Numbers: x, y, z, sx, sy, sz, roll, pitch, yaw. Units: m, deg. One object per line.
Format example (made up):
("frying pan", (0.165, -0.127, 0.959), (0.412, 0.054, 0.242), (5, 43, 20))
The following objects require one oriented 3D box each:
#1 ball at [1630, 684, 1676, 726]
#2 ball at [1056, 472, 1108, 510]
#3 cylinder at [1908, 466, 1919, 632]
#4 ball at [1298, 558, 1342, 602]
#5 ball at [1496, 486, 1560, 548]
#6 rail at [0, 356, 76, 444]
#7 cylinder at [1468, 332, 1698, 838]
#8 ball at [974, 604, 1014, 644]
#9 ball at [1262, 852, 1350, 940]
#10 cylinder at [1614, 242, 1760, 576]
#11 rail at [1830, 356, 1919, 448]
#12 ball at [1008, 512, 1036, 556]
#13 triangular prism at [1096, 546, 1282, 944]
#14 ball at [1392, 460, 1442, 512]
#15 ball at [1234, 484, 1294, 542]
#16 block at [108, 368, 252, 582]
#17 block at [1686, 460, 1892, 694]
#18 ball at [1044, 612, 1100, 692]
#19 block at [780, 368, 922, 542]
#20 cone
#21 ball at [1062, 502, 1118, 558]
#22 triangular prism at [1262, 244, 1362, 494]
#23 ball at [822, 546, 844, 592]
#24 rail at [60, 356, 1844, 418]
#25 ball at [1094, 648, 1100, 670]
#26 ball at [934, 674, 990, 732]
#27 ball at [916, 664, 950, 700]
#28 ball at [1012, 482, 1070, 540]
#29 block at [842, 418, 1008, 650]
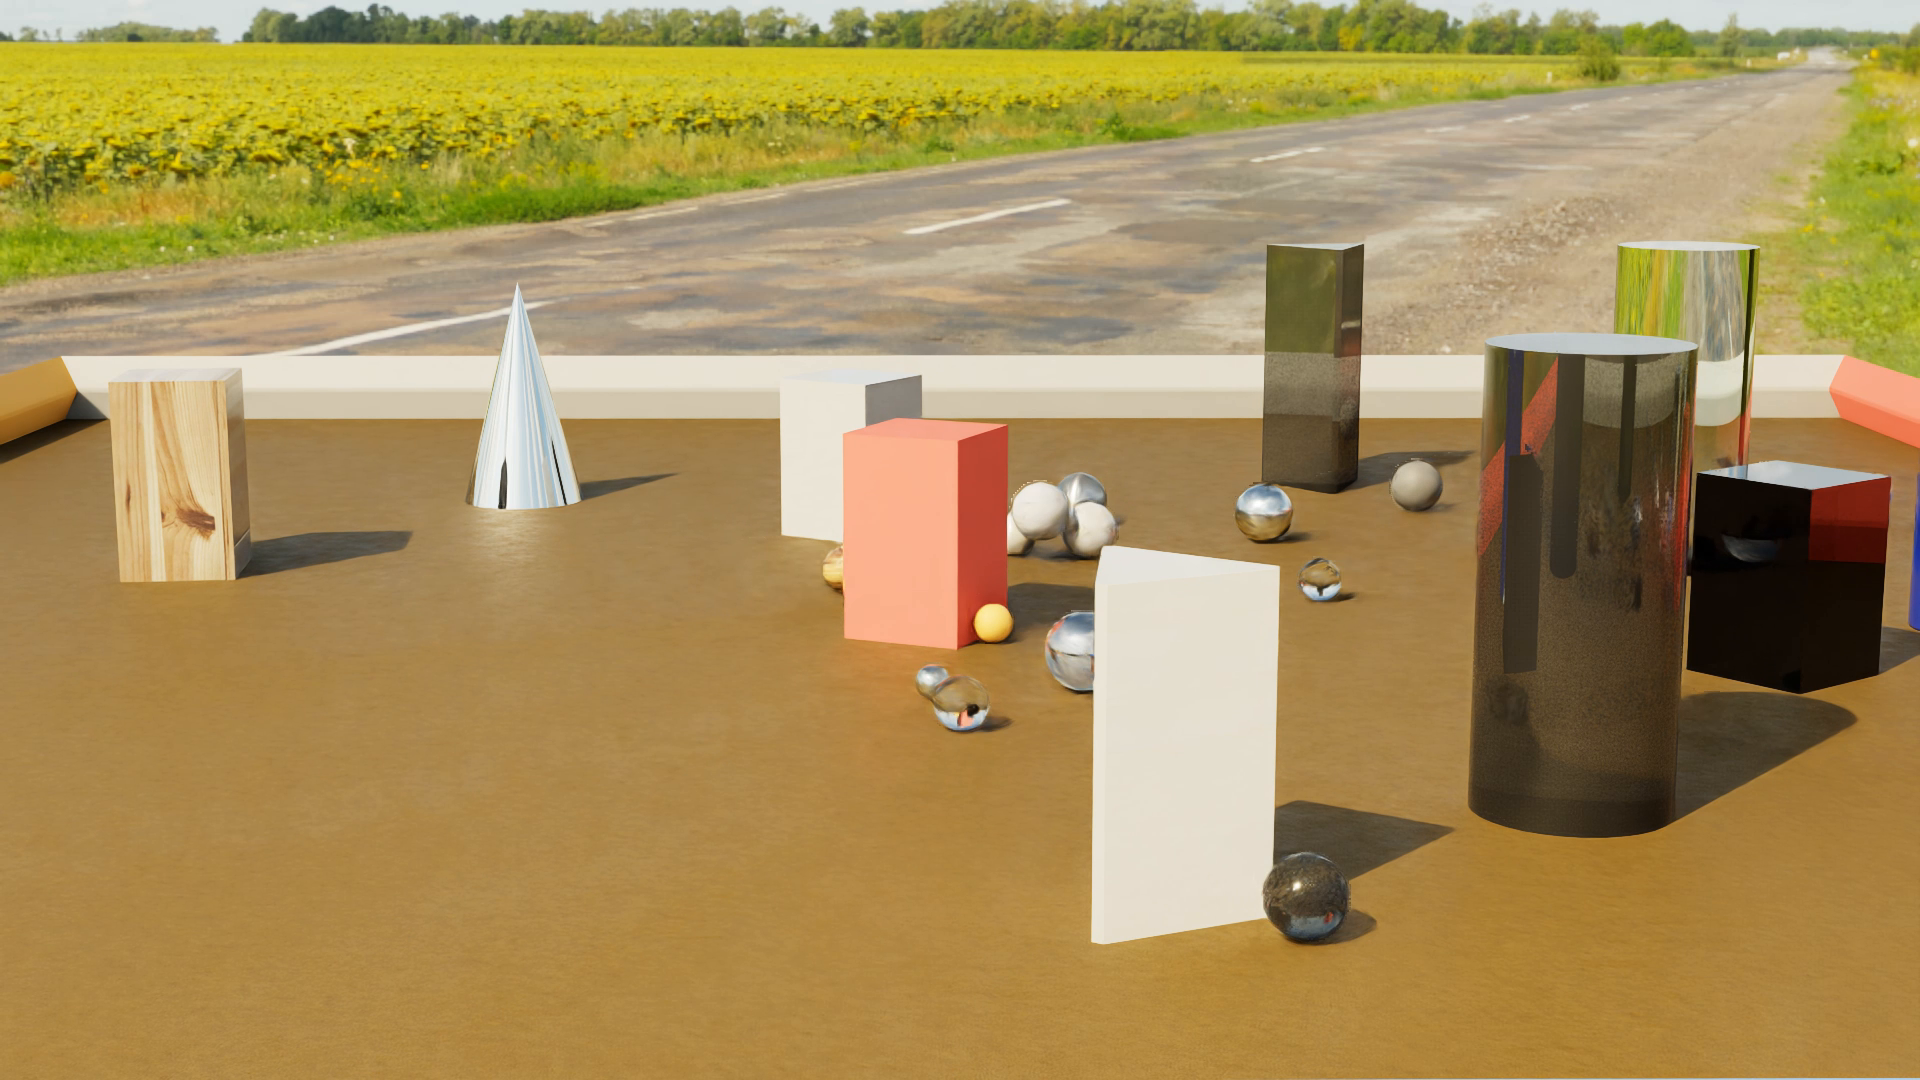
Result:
("ball", (0.773, 0.184, 2.863), (0.048, 0.048, 0.048), (0, 10, 0))
("ball", (0.192, -0.064, 4.102), (0.087, 0.087, 0.087), (0, 10, 0))
("cylinder", (1.349, -0.121, 3.320), (0.200, 0.482, 0.200), (0, 10, 0))
("ball", (0.496, 0.055, 3.535), (0.059, 0.059, 0.059), (0, 10, 0))
("ball", (0.867, -0.034, 3.914), (0.095, 0.095, 0.095), (0, 10, 0))
("rail", (-1.838, 0.035, 3.438), (0.045, 0.130, 3.891), (0, 10, 0))
("cylinder", (0.606, 0.039, 2.508), (0.200, 0.463, 0.200), (0, 10, 0))
("ball", (0.042, 0.107, 3.276), (0.051, 0.051, 0.051), (0, 10, 0))
("ball", (0.291, 0.301, 2.164), (0.074, 0.074, 0.074), (0, 10, 0))
("cylinder", (1.057, -0.196, 3.765), (0.200, 0.469, 0.200), (0, 10, 0))
("rail", (1.838, 0.032, 3.459), (0.045, 0.130, 3.891), (0, 10, 0))
("ball", (0.083, -0.009, 3.861), (0.066, 0.066, 0.066), (0, 10, 0))
("triangular prism", (0.162, 0.169, 2.232), (0.173, 0.308, 0.150), (-5, 12, -25))
("ball", (0.755, -0.089, 4.242), (0.084, 0.084, 0.084), (0, 10, 0))
("ball", (0.470, -0.042, 3.969), (0.091, 0.091, 0.091), (0, 10, 0))
("block", (-1.130, -0.097, 3.728), (0.160, 0.287, 0.160), (-1, 11, -7))
("block", (1.000, 0.041, 3.099), (0.160, 0.244, 0.160), (-8, 13, -37))
("ball", (0.146, 0.131, 3.023), (0.094, 0.094, 0.094), (0, 10, 0))
("block", (-0.170, -0.134, 4.039), (0.160, 0.247, 0.160), (6, 12, 31))
("cone", (-0.742, -0.251, 4.335), (0.200, 0.369, 0.200), (0, 10, 0))
("ball", (0.194, -0.014, 3.840), (0.084, 0.084, 0.084), (0, 10, 0))
("triangular prism", (0.648, -0.306, 4.495), (0.150, 0.419, 0.173), (-8, 13, -38))
("ball", (-0.160, 0.041, 3.594), (0.064, 0.064, 0.064), (0, 10, 0))
("rail", (-0.011, -0.316, 5.338), (3.723, 0.130, 0.045), (0, 10, 0))
("ball", (0.184, 0.143, 3.102), (0.042, 0.042, 0.042), (0, 10, 0))
("ball", (0.001, 0.181, 2.844), (0.062, 0.062, 0.062), (0, 10, 0))
("ball", (-0.032, 0.165, 2.985), (0.041, 0.041, 0.041), (0, 10, 0))
("ball", (0.119, -0.042, 3.795), (0.086, 0.086, 0.086), (0, 10, 0))
("block", (-0.043, -0.012, 3.324), (0.160, 0.266, 0.160), (5, 11, 24))
